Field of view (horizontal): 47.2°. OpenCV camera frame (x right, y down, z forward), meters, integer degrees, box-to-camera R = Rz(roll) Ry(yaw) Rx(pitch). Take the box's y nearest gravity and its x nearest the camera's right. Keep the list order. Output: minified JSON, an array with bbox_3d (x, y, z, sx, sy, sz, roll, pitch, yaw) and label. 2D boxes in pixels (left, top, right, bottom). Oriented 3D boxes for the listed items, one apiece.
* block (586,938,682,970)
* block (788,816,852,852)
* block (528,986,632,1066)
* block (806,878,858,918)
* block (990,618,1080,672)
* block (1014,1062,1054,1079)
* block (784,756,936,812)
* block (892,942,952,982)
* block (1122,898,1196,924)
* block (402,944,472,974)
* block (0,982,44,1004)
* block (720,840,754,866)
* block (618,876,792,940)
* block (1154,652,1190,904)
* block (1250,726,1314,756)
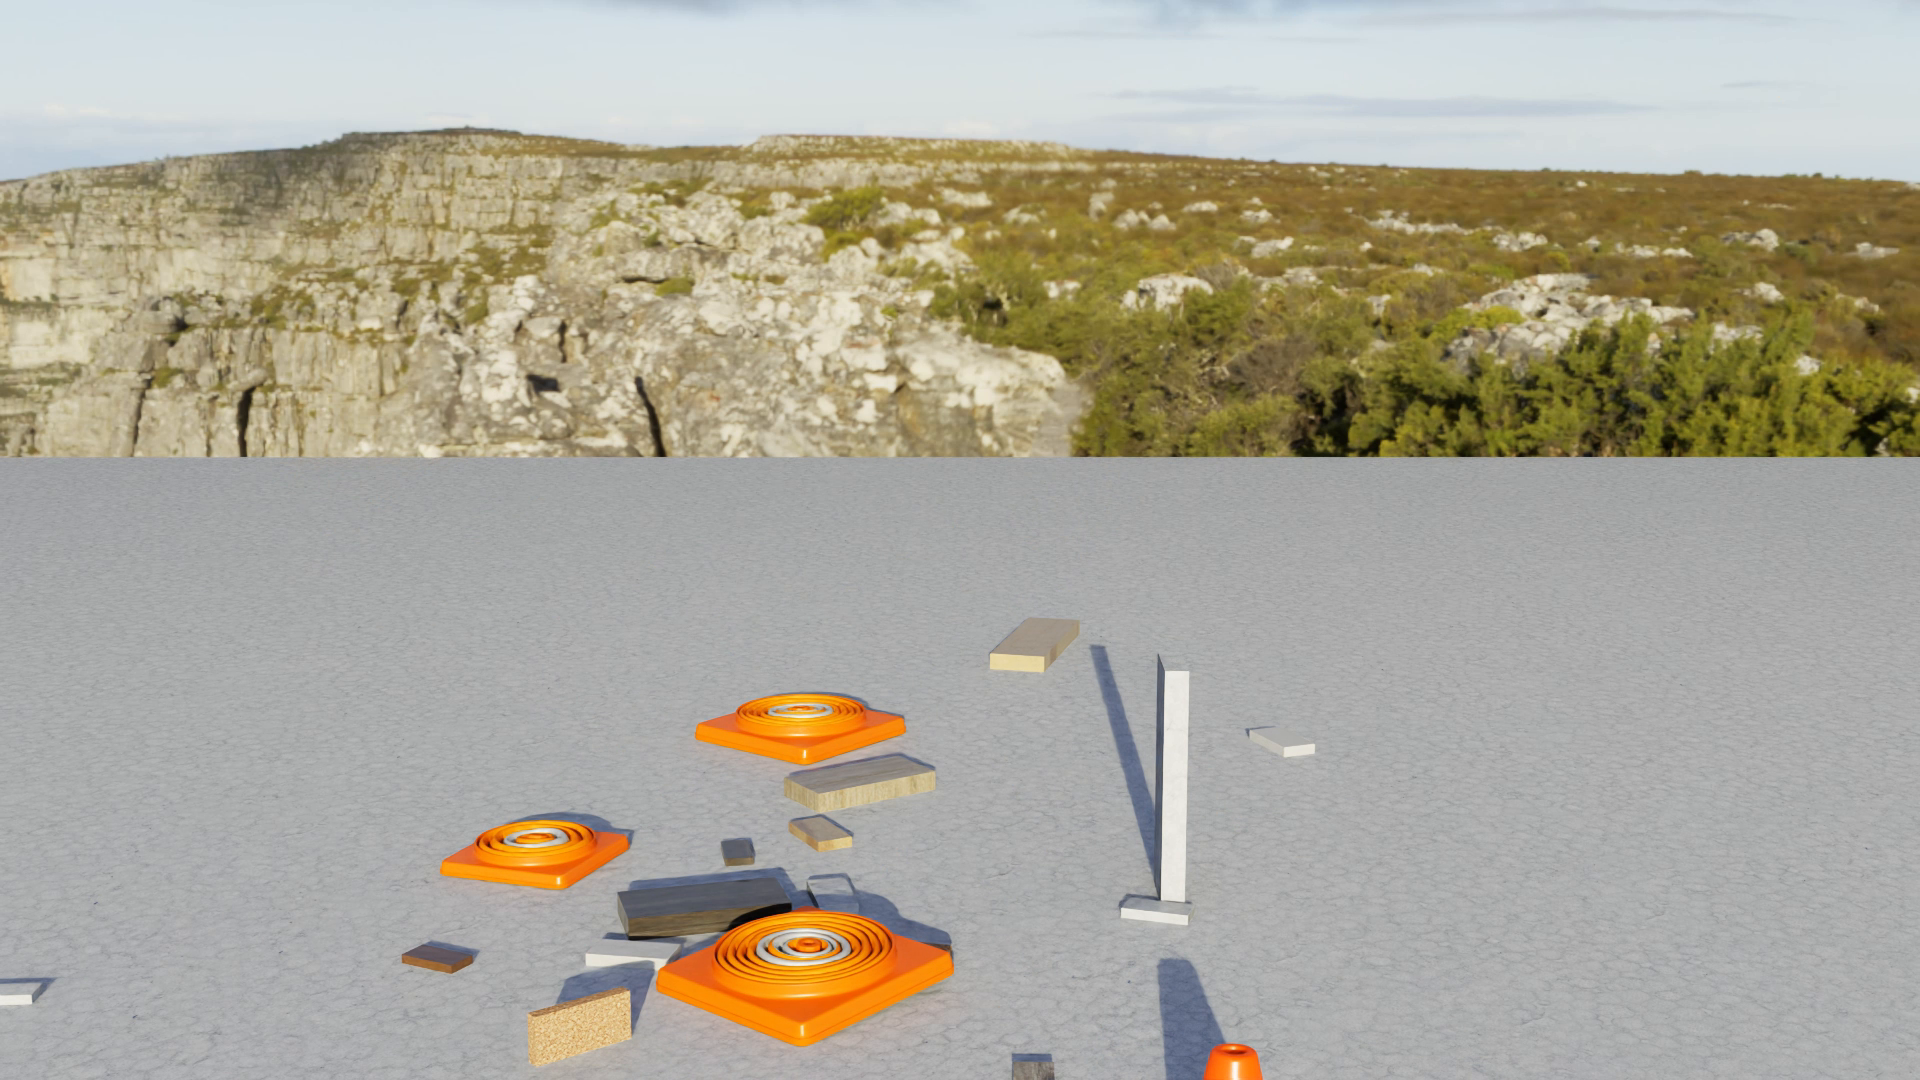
[{"bbox_3d":[-0.500,0.636,3.372,0.130,0.018,0.065,2,11,10],"label":"block"},{"bbox_3d":[-0.252,0.528,3.950,0.065,0.018,0.131,-6,12,-28],"label":"block"},{"bbox_3d":[-0.525,0.671,3.037,0.149,0.071,0.020,-9,14,-39],"label":"block"},{"bbox_3d":[-0.211,0.588,3.627,0.065,0.018,0.131,-2,11,-13],"label":"block"},{"bbox_3d":[0.187,0.253,5.380,0.131,0.037,0.410,3,11,15],"label":"block"},{"bbox_3d":[0.098,0.722,2.916,0.055,0.016,0.110,0,11,1],"label":"block"},{"bbox_3d":[-0.192,0.468,4.225,0.261,0.037,0.131,-7,13,-34],"label":"block"},{"bbox_3d":[-0.058,0.642,3.346,0.058,0.016,0.116,3,11,17],"label":"block"},{"bbox_3d":[0.322,0.601,3.565,0.110,0.016,0.055,4,11,18],"label":"block"},{"bbox_3d":[-0.799,0.640,3.360,0.097,0.014,0.049,5,12,27],"label":"block"},{"bbox_3d":[-1.403,0.666,3.224,0.097,0.014,0.049,-1,11,-4],"label":"block"},{"bbox_3d":[-0.391,0.549,3.854,0.049,0.014,0.097,-2,11,-11],"label":"block"},{"bbox_3d":[-0.413,0.594,3.547,0.261,0.037,0.131,-3,11,-16],"label":"block"},{"bbox_3d":[0.349,0.394,3.633,0.039,0.398,0.136,0,11,0],"label":"block"},{"bbox_3d":[0.665,0.417,4.547,0.071,0.020,0.142,-4,11,-22],"label":"block"}]
